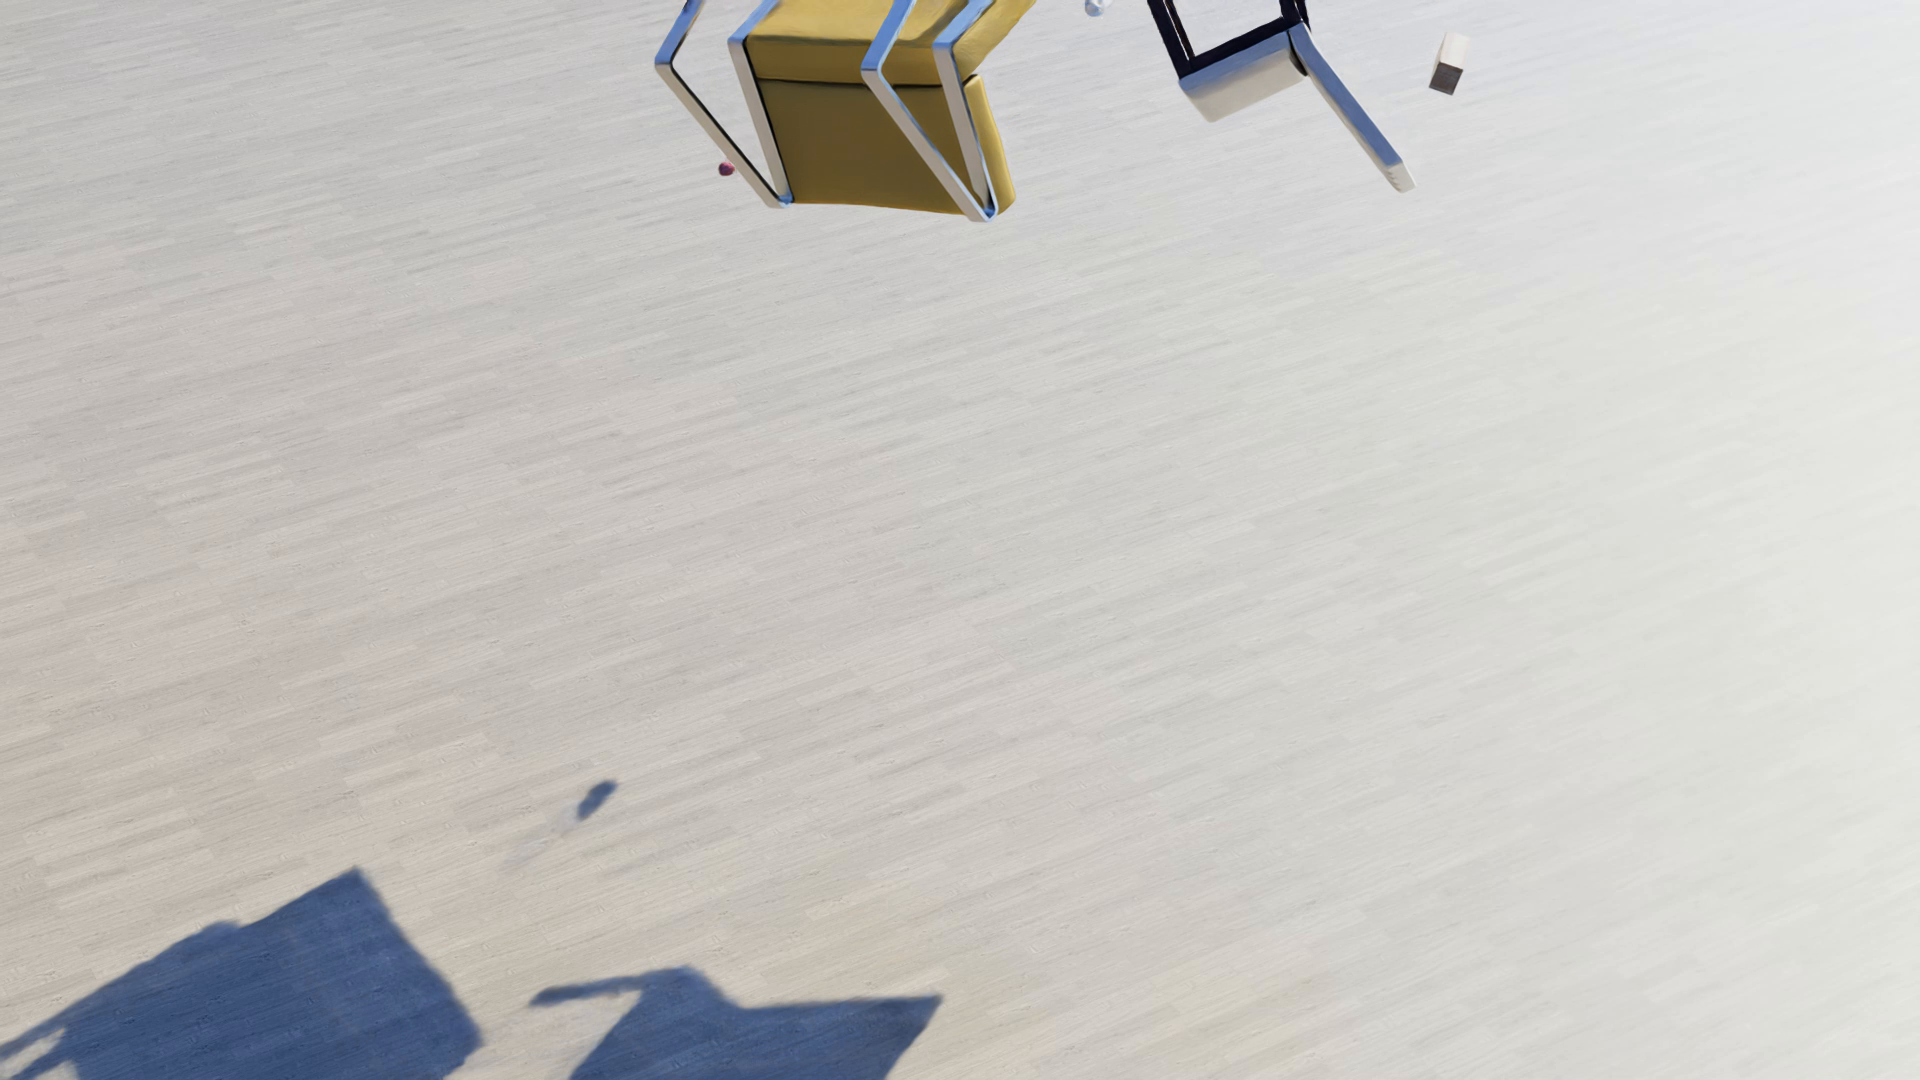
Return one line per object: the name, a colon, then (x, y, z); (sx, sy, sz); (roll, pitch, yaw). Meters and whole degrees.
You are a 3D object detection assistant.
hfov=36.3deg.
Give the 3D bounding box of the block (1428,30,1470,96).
block: (1.470, -1.432, 8.800); (0.076, 0.103, 0.163); (19, 47, 1)
